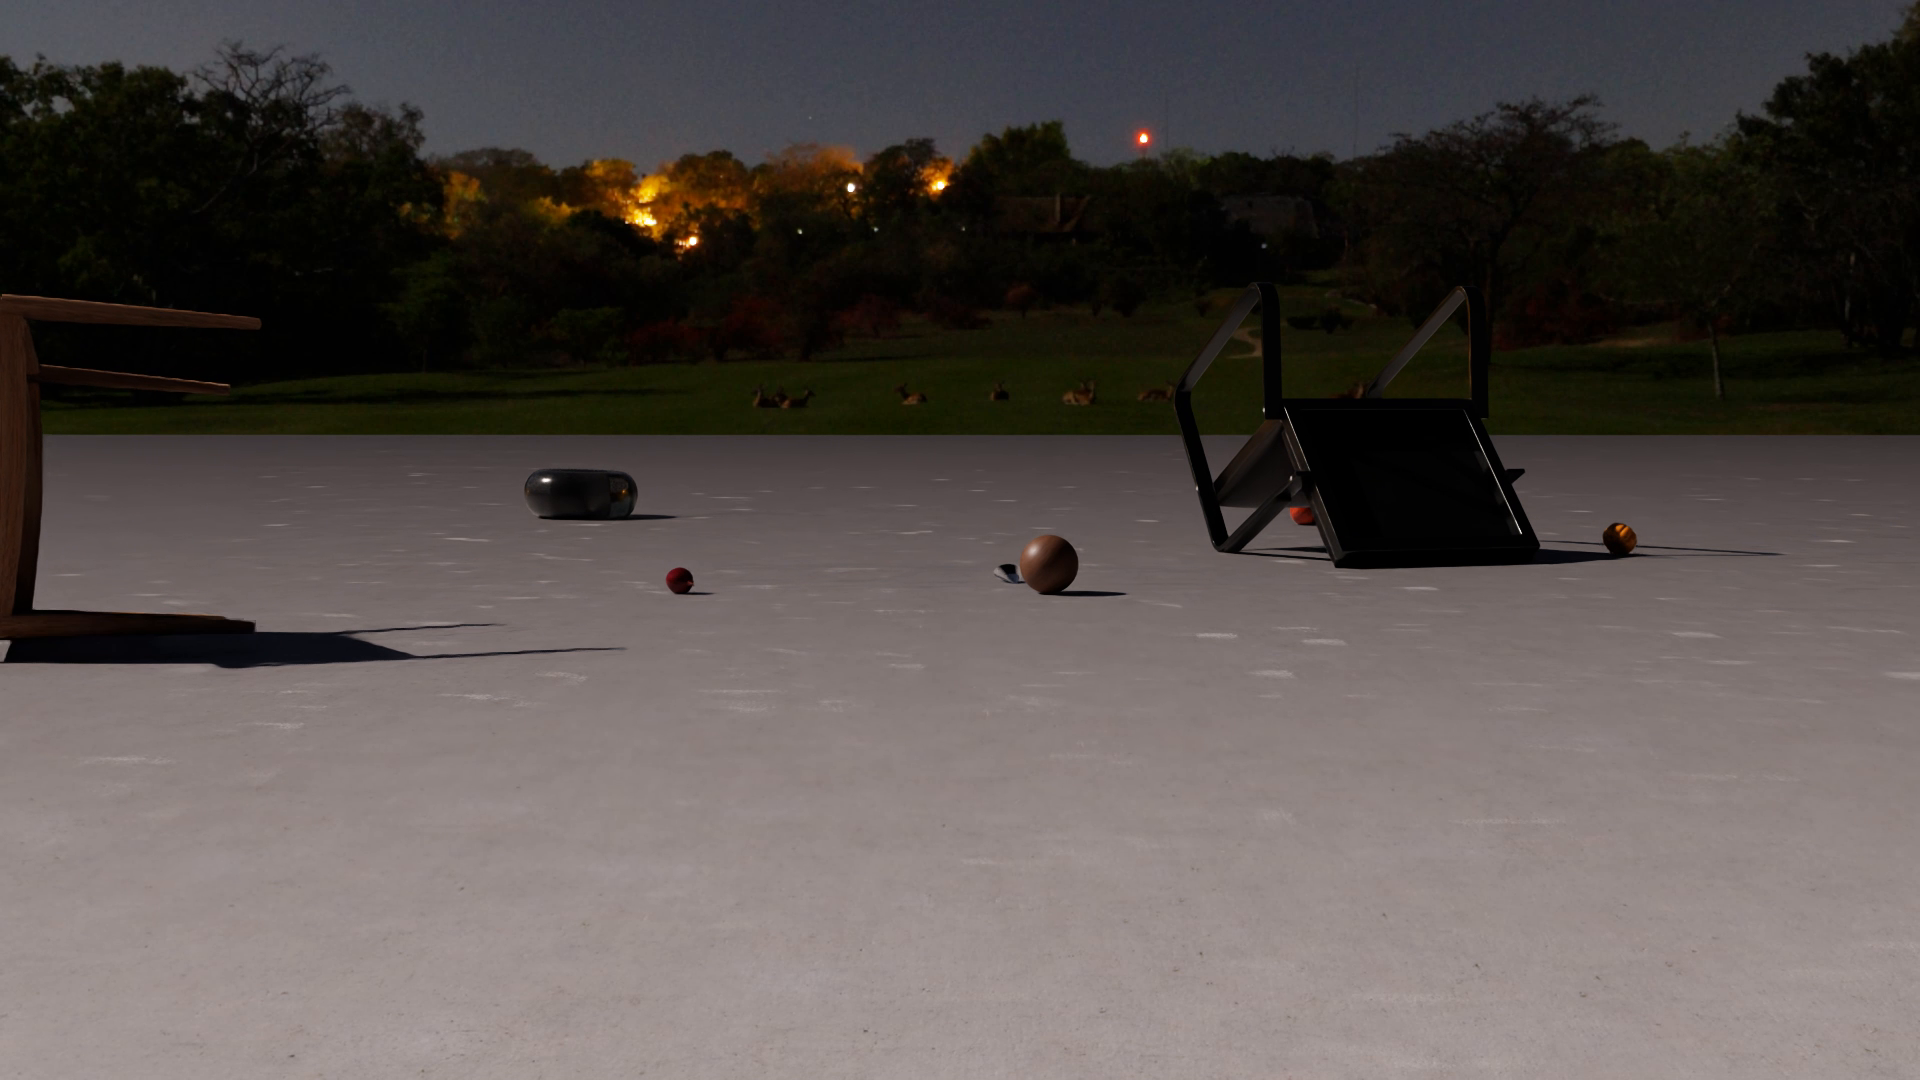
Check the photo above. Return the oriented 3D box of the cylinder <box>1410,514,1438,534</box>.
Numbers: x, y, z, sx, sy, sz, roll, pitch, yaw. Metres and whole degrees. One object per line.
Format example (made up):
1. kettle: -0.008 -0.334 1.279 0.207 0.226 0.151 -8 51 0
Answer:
1. cylinder: 1.434 -0.048 6.801 0.045 0.060 0.075 -4 2 -42

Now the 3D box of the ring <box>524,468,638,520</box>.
1. ring: -1.327 -0.161 7.704 0.402 0.165 0.387 4 5 35

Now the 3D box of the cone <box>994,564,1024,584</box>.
1. cone: 0.121 0.089 5.101 0.073 0.042 0.074 5 21 -16
